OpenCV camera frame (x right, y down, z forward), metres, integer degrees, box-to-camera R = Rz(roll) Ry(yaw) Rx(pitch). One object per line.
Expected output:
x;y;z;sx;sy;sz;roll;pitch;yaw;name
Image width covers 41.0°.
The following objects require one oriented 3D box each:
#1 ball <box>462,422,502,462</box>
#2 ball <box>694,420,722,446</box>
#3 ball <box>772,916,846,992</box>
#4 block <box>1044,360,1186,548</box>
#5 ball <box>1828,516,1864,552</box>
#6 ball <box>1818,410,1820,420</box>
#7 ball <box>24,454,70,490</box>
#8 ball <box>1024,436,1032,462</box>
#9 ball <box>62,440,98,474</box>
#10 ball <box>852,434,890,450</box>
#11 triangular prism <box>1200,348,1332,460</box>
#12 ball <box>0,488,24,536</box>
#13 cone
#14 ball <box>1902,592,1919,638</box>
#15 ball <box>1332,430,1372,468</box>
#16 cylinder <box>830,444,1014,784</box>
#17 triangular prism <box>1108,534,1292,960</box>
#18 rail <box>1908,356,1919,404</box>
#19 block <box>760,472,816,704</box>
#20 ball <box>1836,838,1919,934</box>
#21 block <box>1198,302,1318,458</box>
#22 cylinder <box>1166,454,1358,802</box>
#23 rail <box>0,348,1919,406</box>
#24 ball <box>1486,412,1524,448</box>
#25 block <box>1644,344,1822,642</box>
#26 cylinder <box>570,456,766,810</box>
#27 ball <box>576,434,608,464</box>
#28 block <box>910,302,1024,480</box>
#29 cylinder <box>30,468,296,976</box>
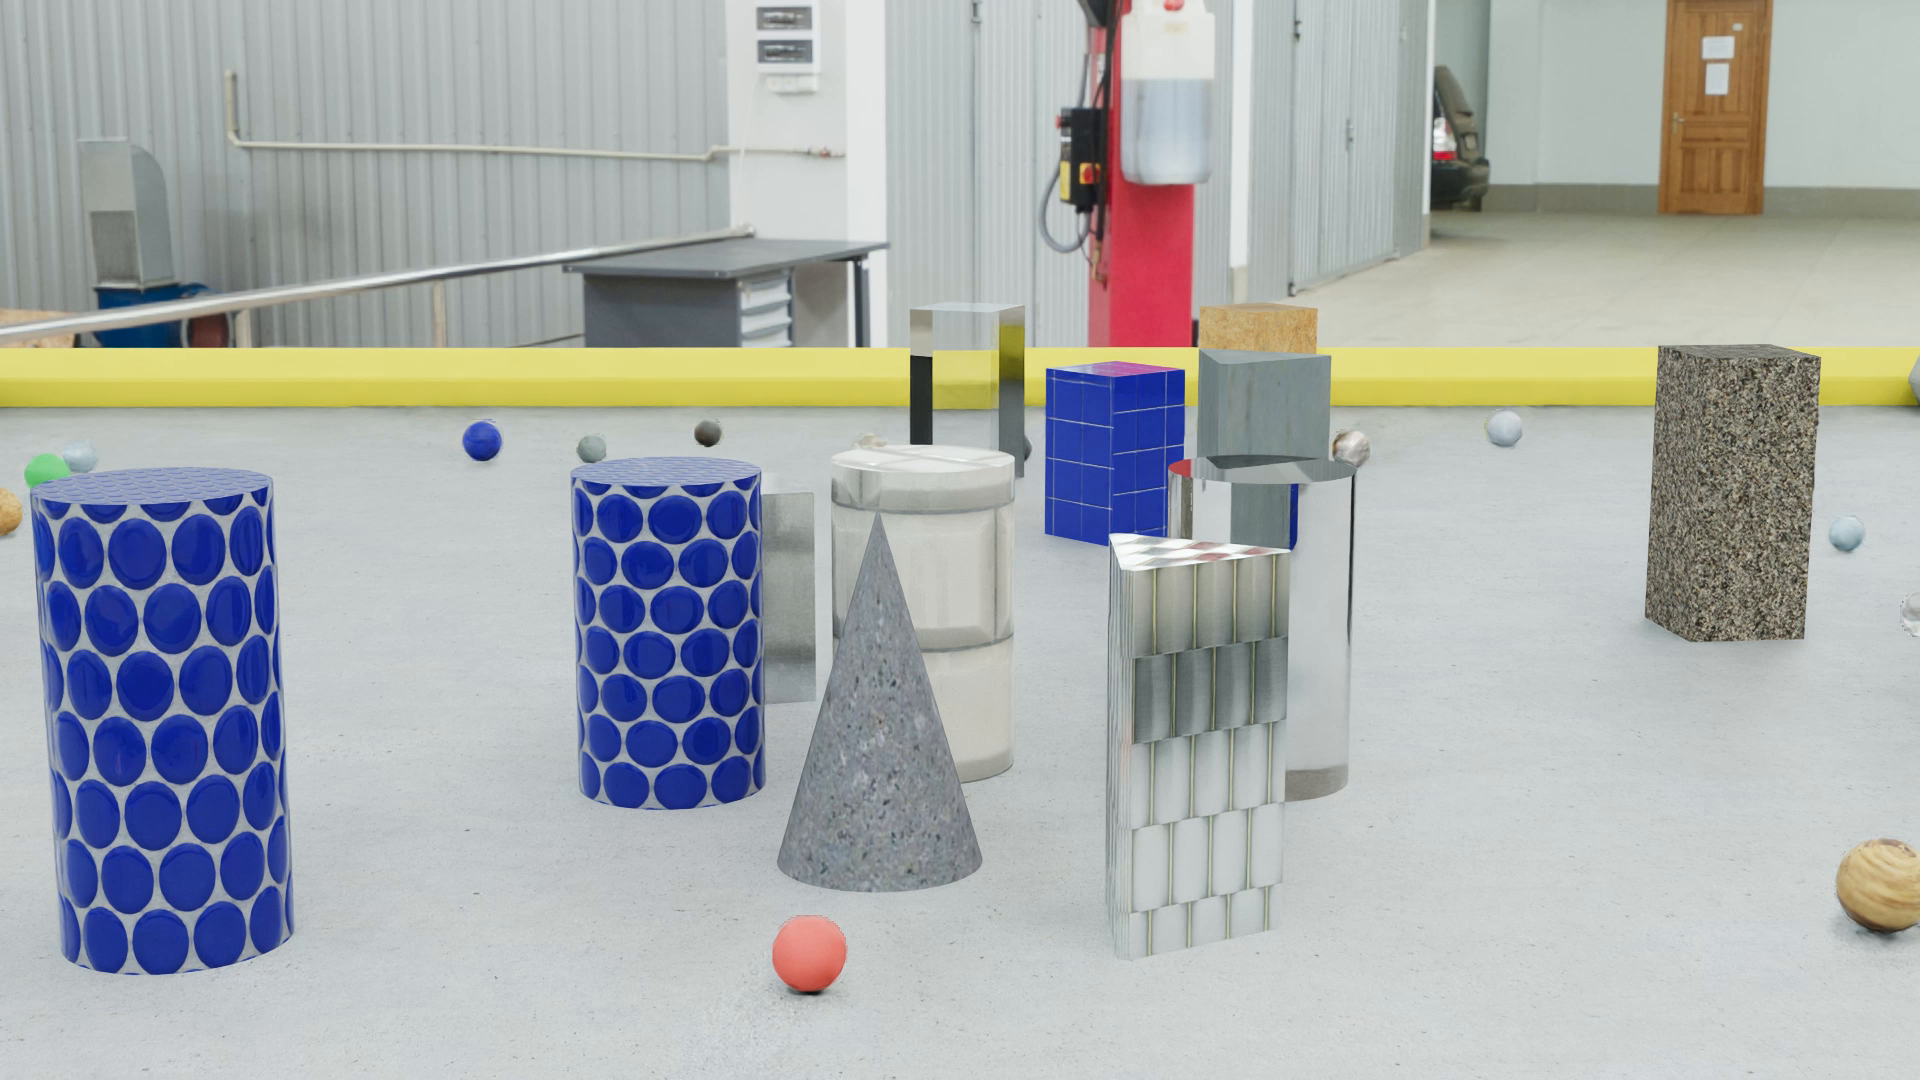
-0.883;-0.183;4.742;0.074;0.074;0.074;0;11;0;ball
-0.483;-0.205;4.918;0.053;0.053;0.053;0;11;0;ball
-0.120;0.329;2.037;0.059;0.059;0.059;0;11;0;ball
0.240;-0.136;3.983;0.152;0.260;0.152;-9;14;-40;block
1.337;-0.009;3.871;0.052;0.052;0.052;0;11;0;ball
1.672;-0.249;5.101;0.072;0.072;0.072;0;11;0;ball
-1.547;-0.110;4.351;0.074;0.074;0.074;0;11;0;ball
0.102;-0.167;4.696;0.059;0.059;0.059;0;11;0;ball
-1.575;-0.148;4.591;0.060;0.060;0.060;0;11;0;ball
-0.158;-0.153;4.590;0.072;0.072;0.072;0;11;0;ball
0.333;-0.034;3.096;0.165;0.383;0.143;-7;13;-33;triangular prism
-1.498;-0.044;3.993;0.075;0.075;0.075;0;11;0;ball
-0.074;0.133;2.344;0.190;0.332;0.190;0;11;0;cone
1.238;0.095;3.281;0.063;0.063;0.063;0;11;0;ball
0.709;-0.163;4.646;0.071;0.071;0.071;0;11;0;ball
-0.038;0.075;2.678;0.190;0.323;0.190;0;11;0;cylinder
0.168;0.166;2.181;0.165;0.326;0.143;-6;12;-30;triangular prism
2.054;0.030;3.461;0.045;0.123;4.170;0;11;0;rail
-0.261;0.056;2.992;0.152;0.245;0.152;-3;11;-16;block
0.784;0.293;2.173;0.080;0.080;0.080;0;11;0;ball
0.548;-0.287;4.731;0.152;0.283;0.152;-7;13;-34;block
0.305;0.086;2.620;0.190;0.322;0.190;0;11;0;cylinder
-0.012;-0.346;5.476;4.156;0.123;0.045;0;11;0;rail
1.044;-0.212;4.915;0.069;0.069;0.069;0;11;0;ball
0.995;-0.063;3.314;0.152;0.362;0.152;-1;11;-7;block
-0.294;0.090;2.596;0.190;0.324;0.190;0;11;0;cylinder
-0.674;-0.166;4.702;0.055;0.055;0.055;0;11;0;ball
0.014;-0.255;4.495;0.152;0.307;0.152;5;12;24;block
-0.659;0.145;2.132;0.190;0.386;0.190;0;11;0;cylinder
